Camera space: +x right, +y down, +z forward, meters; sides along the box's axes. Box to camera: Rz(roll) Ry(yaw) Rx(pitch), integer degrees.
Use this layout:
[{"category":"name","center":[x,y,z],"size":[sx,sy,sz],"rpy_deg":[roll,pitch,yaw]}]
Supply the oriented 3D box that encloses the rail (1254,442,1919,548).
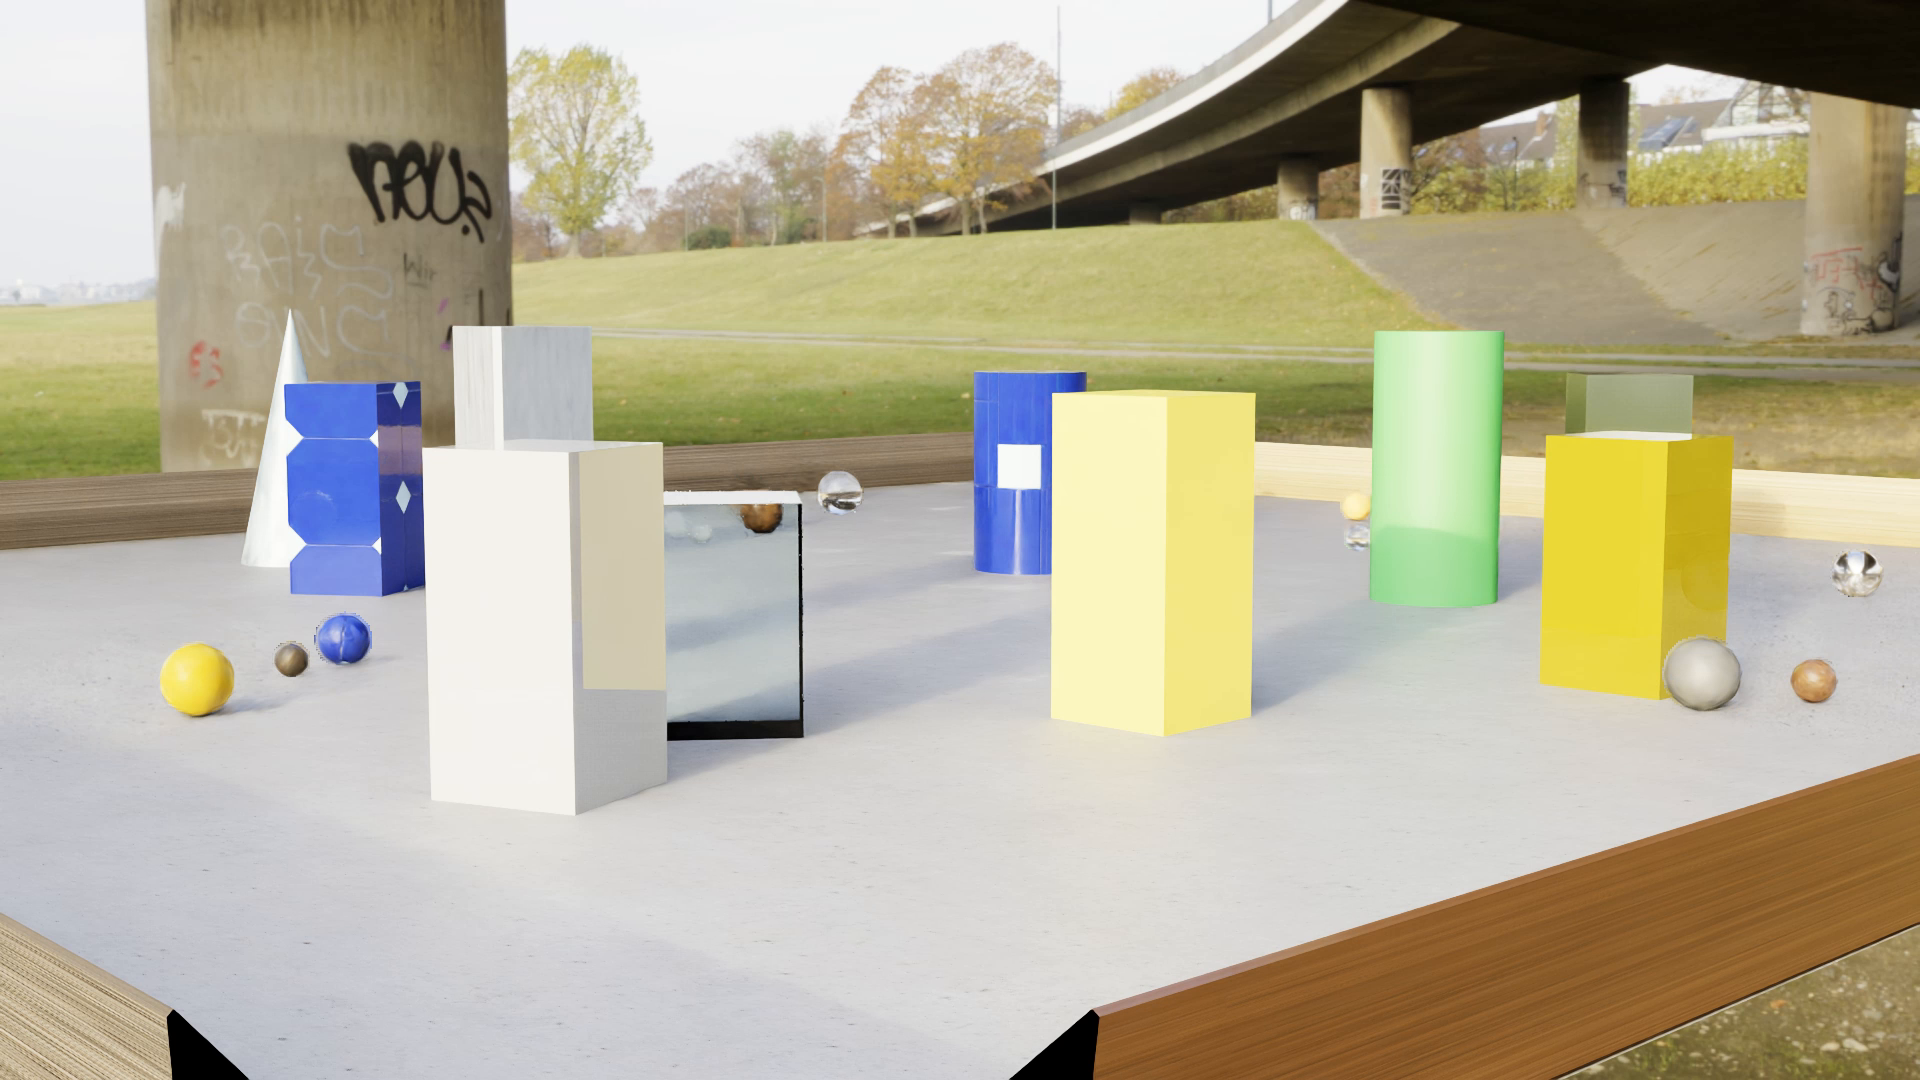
[{"category":"rail","center":[1.343,-0.097,4.564],"size":[0.045,0.126,3.523],"rpy_deg":[-6,8,-42]}]

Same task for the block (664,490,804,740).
[{"category":"block","center":[-0.249,0.077,2.346],"size":[0.155,0.246,0.155],"rpy_deg":[-1,6,-6]}]

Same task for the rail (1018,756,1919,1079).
[{"category":"rail","center":[1.179,0.166,2.062],"size":[3.702,0.126,0.045],"rpy_deg":[-6,8,-42]}]

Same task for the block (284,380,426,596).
[{"category":"block","center":[-0.959,-0.085,3.492],"size":[0.155,0.329,0.155],"rpy_deg":[1,6,11]}]

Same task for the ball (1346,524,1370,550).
[{"category":"ball","center":[0.739,-0.005,4.068],"size":[0.049,0.049,0.049],"rpy_deg":[0,6,0]}]

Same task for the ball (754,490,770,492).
[{"category":"ball","center":[-0.398,-0.059,4.417],"size":[0.085,0.085,0.085],"rpy_deg":[0,6,0]}]

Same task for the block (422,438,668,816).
[{"category":"block","center":[-0.379,0.073,2.025],"size":[0.155,0.321,0.155],"rpy_deg":[3,7,24]}]

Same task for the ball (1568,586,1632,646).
[{"category":"ball","center":[0.848,0.101,2.915],"size":[0.080,0.080,0.080],"rpy_deg":[0,6,0]}]

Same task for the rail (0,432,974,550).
[{"category":"rail","center":[-1.179,-0.101,4.602],"size":[3.702,0.126,0.045],"rpy_deg":[-6,8,-42]}]

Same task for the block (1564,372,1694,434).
[{"category":"block","center":[1.015,-0.080,3.357],"size":[0.155,0.347,0.155],"rpy_deg":[0,6,5]}]

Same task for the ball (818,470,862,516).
[{"category":"ball","center":[-0.261,-0.102,4.769],"size":[0.097,0.097,0.097],"rpy_deg":[0,6,0]}]

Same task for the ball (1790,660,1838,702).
[{"category":"ball","center":[0.969,0.160,2.495],"size":[0.050,0.050,0.050],"rpy_deg":[0,6,0]}]

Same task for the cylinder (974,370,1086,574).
[{"category":"cylinder","center":[0.120,-0.120,3.778],"size":[0.194,0.339,0.194],"rpy_deg":[0,6,0]}]

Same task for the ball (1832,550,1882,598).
[{"category":"ball","center":[1.390,0.052,3.408],"size":[0.073,0.073,0.073],"rpy_deg":[0,6,0]}]

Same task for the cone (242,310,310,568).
[{"category":"cone","center":[-1.176,-0.186,3.884],"size":[0.194,0.448,0.194],"rpy_deg":[0,6,0]}]

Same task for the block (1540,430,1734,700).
[{"category":"block","center":[0.801,0.024,2.605],"size":[0.155,0.296,0.155],"rpy_deg":[-6,8,-44]}]

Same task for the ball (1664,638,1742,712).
[{"category":"ball","center":[0.826,0.150,2.444],"size":[0.081,0.081,0.081],"rpy_deg":[0,6,0]}]

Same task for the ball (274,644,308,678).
[{"category":"ball","center":[-0.812,0.146,2.670],"size":[0.040,0.040,0.040],"rpy_deg":[0,6,0]}]

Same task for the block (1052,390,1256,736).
[{"category":"block","center":[0.209,0.018,2.389],"size":[0.155,0.354,0.155],"rpy_deg":[6,8,43]}]

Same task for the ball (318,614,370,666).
[{"category":"ball","center":[-0.772,0.125,2.756],"size":[0.064,0.064,0.064],"rpy_deg":[0,6,0]}]

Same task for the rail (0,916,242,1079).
[{"category":"rail","center":[-1.343,0.162,2.100],"size":[0.045,0.126,3.523],"rpy_deg":[-6,8,-42]}]

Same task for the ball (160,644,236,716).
[{"category":"ball","center":[-0.838,0.153,2.416],"size":[0.079,0.079,0.079],"rpy_deg":[0,6,0]}]

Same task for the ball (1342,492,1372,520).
[{"category":"ball","center":[0.839,-0.071,4.647],"size":[0.060,0.060,0.060],"rpy_deg":[0,6,0]}]

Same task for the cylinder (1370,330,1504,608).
[{"category":"cylinder","center":[0.730,-0.114,3.373],"size":[0.194,0.411,0.194],"rpy_deg":[0,6,0]}]

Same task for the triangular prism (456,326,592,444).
[{"category":"triangular prism","center":[-0.562,-0.050,2.706],"size":[0.145,0.424,0.168],"rpy_deg":[4,7,31]}]

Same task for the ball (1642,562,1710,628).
[{"category":"ball","center":[1.003,0.077,3.082],"size":[0.091,0.091,0.091],"rpy_deg":[0,6,0]}]

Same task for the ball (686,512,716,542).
[{"category":"ball","center":[-0.498,-0.025,4.227],"size":[0.055,0.055,0.055],"rpy_deg":[0,6,0]}]
